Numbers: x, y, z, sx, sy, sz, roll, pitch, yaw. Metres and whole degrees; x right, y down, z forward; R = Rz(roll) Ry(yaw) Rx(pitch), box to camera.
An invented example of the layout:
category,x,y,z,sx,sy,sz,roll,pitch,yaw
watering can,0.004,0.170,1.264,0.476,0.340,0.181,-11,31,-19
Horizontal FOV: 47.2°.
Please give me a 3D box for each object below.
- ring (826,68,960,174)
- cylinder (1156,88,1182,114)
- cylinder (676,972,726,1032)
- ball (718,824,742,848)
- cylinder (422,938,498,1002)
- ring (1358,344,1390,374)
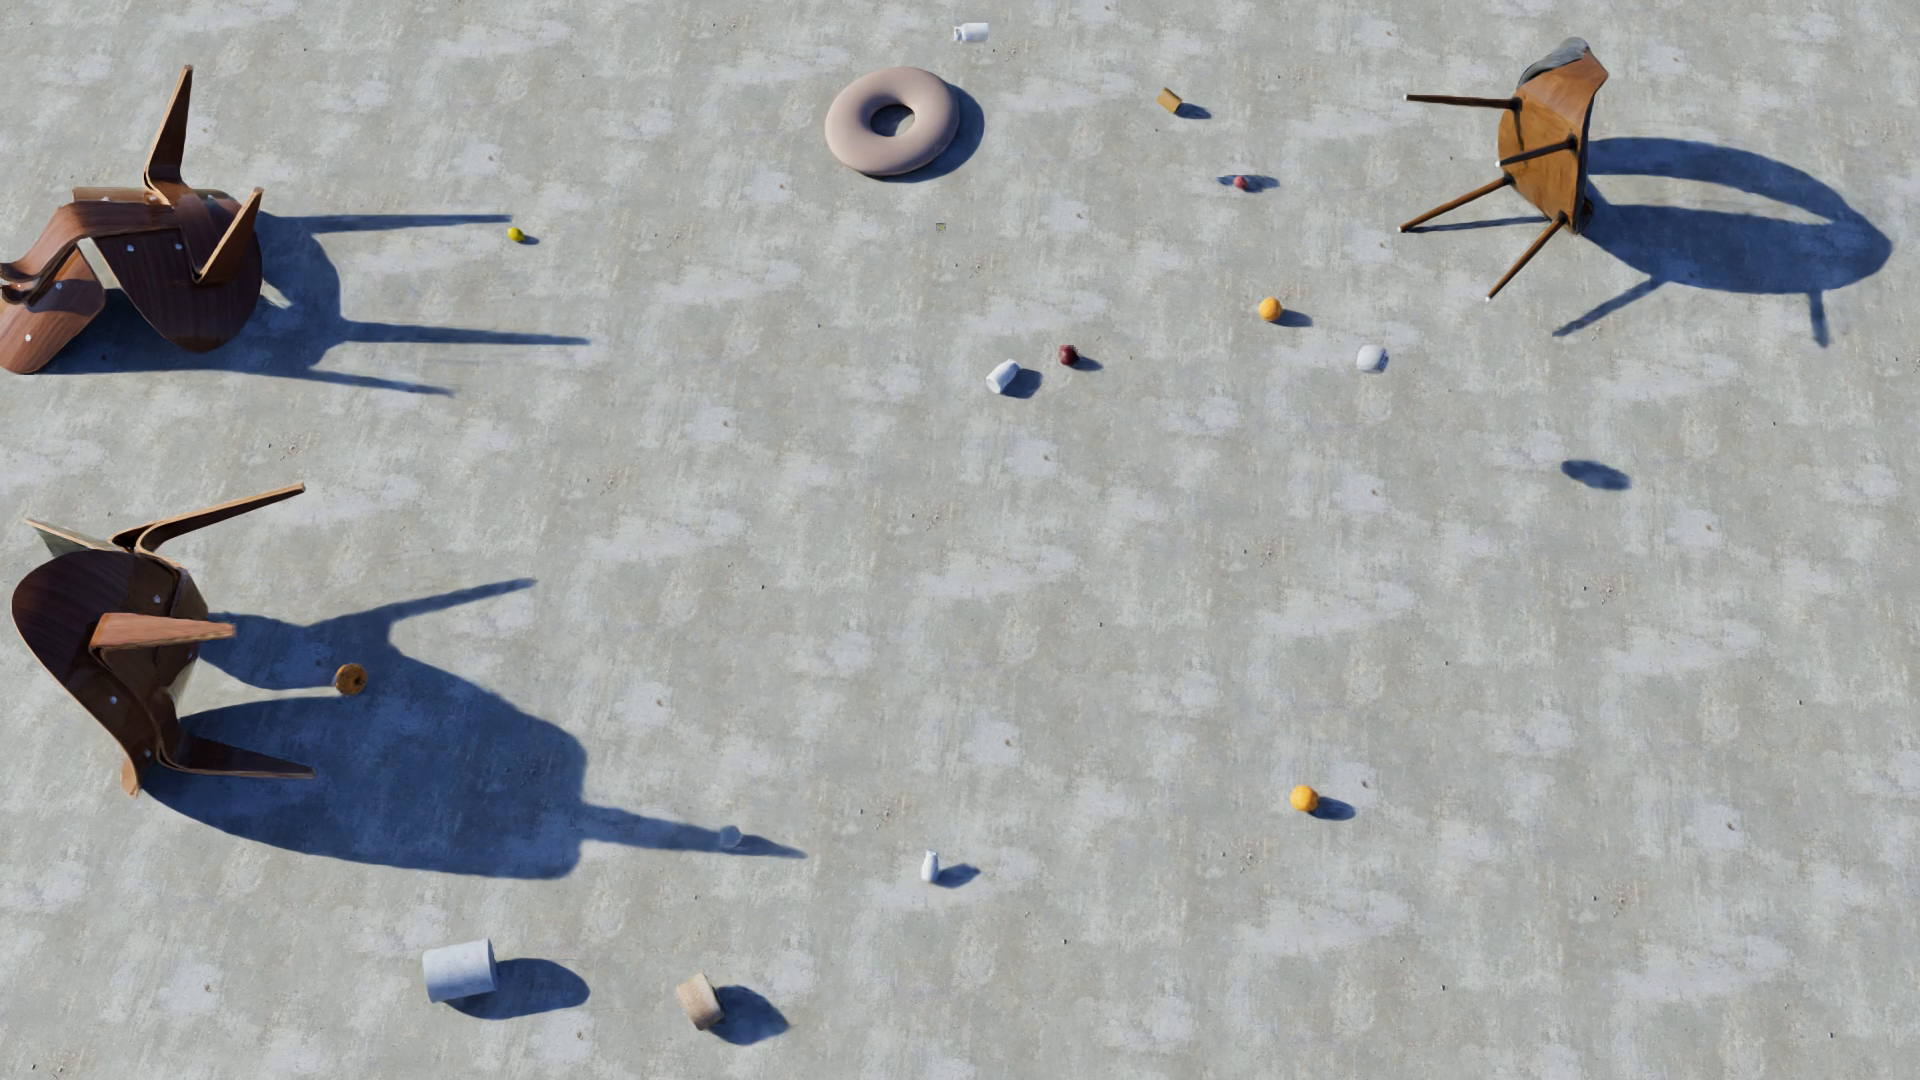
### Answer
category,x,y,z,sx,sy,sz,roll,pitch,yaw
ring,-0.229,-1.430,7.492,0.441,0.071,0.514,26,60,16
cylinder,0.718,-1.506,7.538,0.075,0.061,0.047,37,39,4
cylinder,-0.672,1.198,5.708,0.081,0.086,0.146,-31,50,-7
ball,-0.627,0.808,5.994,0.064,0.064,0.064,0,56,0
cylinder,-1.303,1.123,5.739,0.166,0.136,0.136,-10,68,-6
ring,1.213,-0.531,6.453,0.074,0.083,0.121,14,23,22
